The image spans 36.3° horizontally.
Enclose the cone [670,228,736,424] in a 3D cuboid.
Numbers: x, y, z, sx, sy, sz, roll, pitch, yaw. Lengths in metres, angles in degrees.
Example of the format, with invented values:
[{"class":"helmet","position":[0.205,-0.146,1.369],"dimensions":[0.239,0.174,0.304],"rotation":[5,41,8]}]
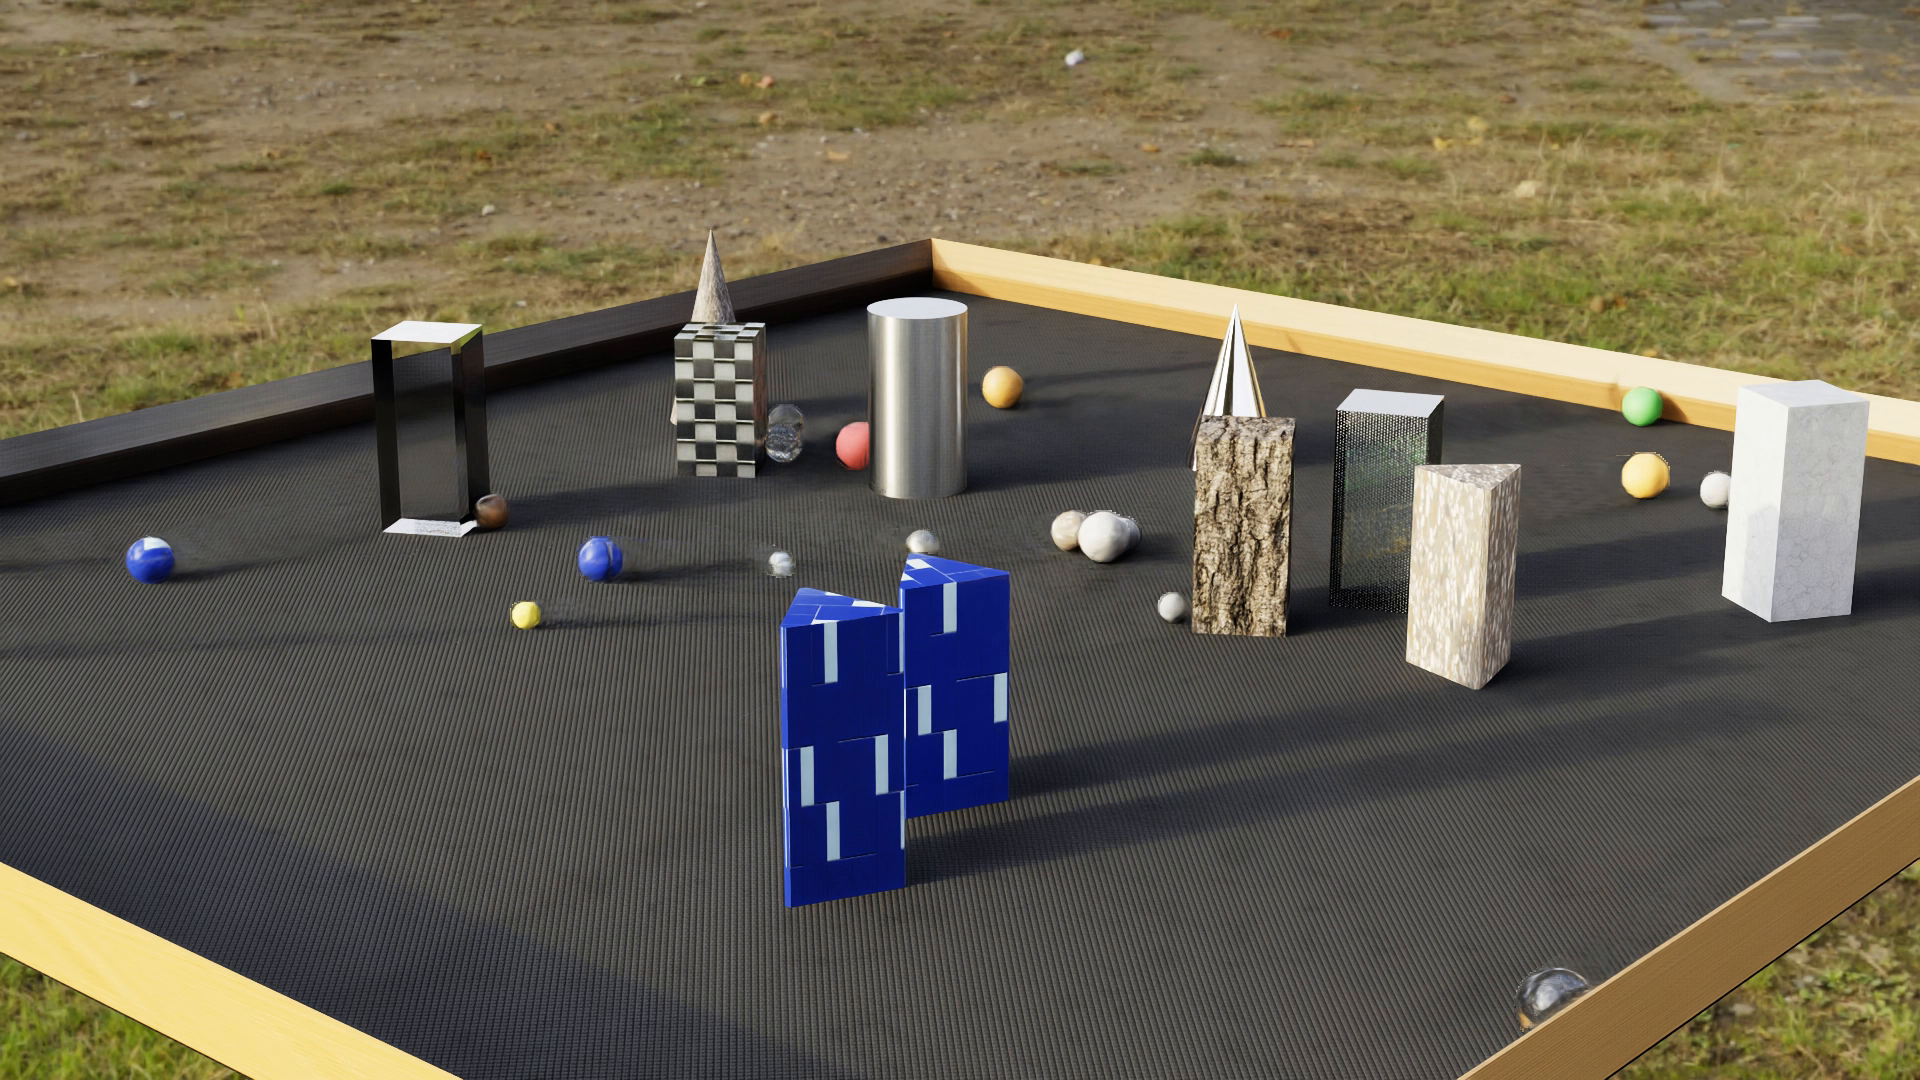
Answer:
[{"class":"cone","position":[-0.526,-0.461,6.255],"dimensions":[0.195,0.418,0.195],"rotation":[0,17,0]}]

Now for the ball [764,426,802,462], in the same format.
[{"class":"ball","position":[-0.359,-0.196,5.964],"dimensions":[0.076,0.076,0.076],"rotation":[0,17,0]}]

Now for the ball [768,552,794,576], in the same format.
[{"class":"ball","position":[-0.319,0.043,5.228],"dimensions":[0.045,0.045,0.045],"rotation":[0,17,0]}]

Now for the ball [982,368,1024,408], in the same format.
[{"class":"ball","position":[0.093,-0.331,6.391],"dimensions":[0.090,0.090,0.090],"rotation":[0,17,0]}]

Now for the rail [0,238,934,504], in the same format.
[{"class":"rail","position":[-1.316,-0.298,6.214],"dimensions":[0.045,0.127,3.843],"rotation":[14,22,39]}]

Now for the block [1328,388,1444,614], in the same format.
[{"class":"block","position":[0.737,-0.068,5.068],"dimensions":[0.156,0.349,0.156],"rotation":[6,18,18]}]

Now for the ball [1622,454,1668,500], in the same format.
[{"class":"ball","position":[1.333,-0.124,5.706],"dimensions":[0.089,0.089,0.089],"rotation":[0,17,0]}]

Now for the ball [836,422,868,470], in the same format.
[{"class":"ball","position":[-0.201,-0.190,5.910],"dimensions":[0.098,0.098,0.098],"rotation":[0,17,0]}]

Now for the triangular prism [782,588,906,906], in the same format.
[{"class":"triangular prism","position":[-0.179,0.268,3.891],"dimensions":[0.169,0.387,0.146],"rotation":[-7,18,-23]}]

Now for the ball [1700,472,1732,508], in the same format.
[{"class":"ball","position":[1.460,-0.095,5.643],"dimensions":[0.069,0.069,0.069],"rotation":[0,17,0]}]

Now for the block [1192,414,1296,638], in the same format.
[{"class":"block","position":[0.479,-0.025,4.945],"dimensions":[0.156,0.339,0.156],"rotation":[3,17,9]}]

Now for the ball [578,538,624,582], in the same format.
[{"class":"ball","position":[-0.637,0.035,5.192],"dimensions":[0.080,0.080,0.080],"rotation":[0,17,0]}]

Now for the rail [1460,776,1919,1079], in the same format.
[{"class":"rail","position":[1.316,0.362,4.026],"dimensions":[0.045,0.127,3.843],"rotation":[14,22,39]}]

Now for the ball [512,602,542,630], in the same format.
[{"class":"ball","position":[-0.730,0.127,4.944],"dimensions":[0.048,0.048,0.048],"rotation":[0,17,0]}]

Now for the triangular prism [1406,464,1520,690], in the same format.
[{"class":"triangular prism","position":[0.837,0.048,4.718],"dimensions":[0.146,0.330,0.169],"rotation":[-11,20,-31]}]

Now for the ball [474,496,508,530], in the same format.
[{"class":"ball","position":[-0.882,-0.052,5.511],"dimensions":[0.064,0.064,0.064],"rotation":[0,17,0]}]

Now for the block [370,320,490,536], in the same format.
[{"class":"block","position":[-0.990,-0.210,5.503],"dimensions":[0.156,0.370,0.156],"rotation":[4,17,12]}]

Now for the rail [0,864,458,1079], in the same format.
[{"class":"rail","position":[-1.244,0.445,3.748],"dimensions":[3.532,0.127,0.045],"rotation":[14,22,39]}]

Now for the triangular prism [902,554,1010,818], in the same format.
[{"class":"triangular prism","position":[-0.037,0.201,4.193],"dimensions":[0.169,0.340,0.146],"rotation":[-8,19,-25]}]

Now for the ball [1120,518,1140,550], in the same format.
[{"class":"ball","position":[0.300,-0.010,5.379],"dimensions":[0.060,0.060,0.060],"rotation":[0,17,0]}]

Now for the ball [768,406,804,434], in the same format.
[{"class":"ball","position":[-0.364,-0.241,6.110],"dimensions":[0.079,0.079,0.079],"rotation":[0,17,0]}]

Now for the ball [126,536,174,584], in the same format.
[{"class":"ball","position":[-1.433,0.036,5.186],"dimensions":[0.083,0.083,0.083],"rotation":[0,17,0]}]

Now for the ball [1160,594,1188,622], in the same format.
[{"class":"ball","position":[0.363,0.116,4.982],"dimensions":[0.048,0.048,0.048],"rotation":[0,17,0]}]

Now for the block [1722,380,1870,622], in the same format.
[{"class":"block","position":[1.430,-0.068,5.023],"dimensions":[0.156,0.377,0.156],"rotation":[-5,17,-16]}]

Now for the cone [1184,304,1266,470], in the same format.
[{"class":"cone","position":[0.553,-0.317,5.919],"dimensions":[0.195,0.335,0.195],"rotation":[0,17,0]}]

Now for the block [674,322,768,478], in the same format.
[{"class":"block","position":[-0.479,-0.284,5.903],"dimensions":[0.156,0.281,0.156],"rotation":[2,17,6]}]

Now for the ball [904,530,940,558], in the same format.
[{"class":"ball","position":[-0.068,0.013,5.295],"dimensions":[0.063,0.063,0.063],"rotation":[0,17,0]}]

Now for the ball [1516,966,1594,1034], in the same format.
[{"class":"ball","position":[0.704,0.551,3.456],"dimensions":[0.095,0.095,0.095],"rotation":[0,17,0]}]

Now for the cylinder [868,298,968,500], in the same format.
[{"class":"cylinder","position":[-0.083,-0.279,5.753],"dimensions":[0.195,0.359,0.195],"rotation":[0,17,0]}]

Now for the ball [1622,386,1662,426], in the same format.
[{"class":"ball","position":[1.453,-0.285,6.249],"dimensions":[0.084,0.084,0.084],"rotation":[0,17,0]}]

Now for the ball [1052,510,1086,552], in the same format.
[{"class":"ball","position":[0.205,-0.016,5.369],"dimensions":[0.076,0.076,0.076],"rotation":[0,17,0]}]

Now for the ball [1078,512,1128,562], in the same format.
[{"class":"ball","position":[0.260,-0.005,5.307],"dimensions":[0.091,0.091,0.091],"rotation":[0,17,0]}]

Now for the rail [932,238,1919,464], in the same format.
[{"class":"rail","position":[1.244,-0.382,6.492],"dimensions":[3.532,0.127,0.045],"rotation":[14,22,39]}]
